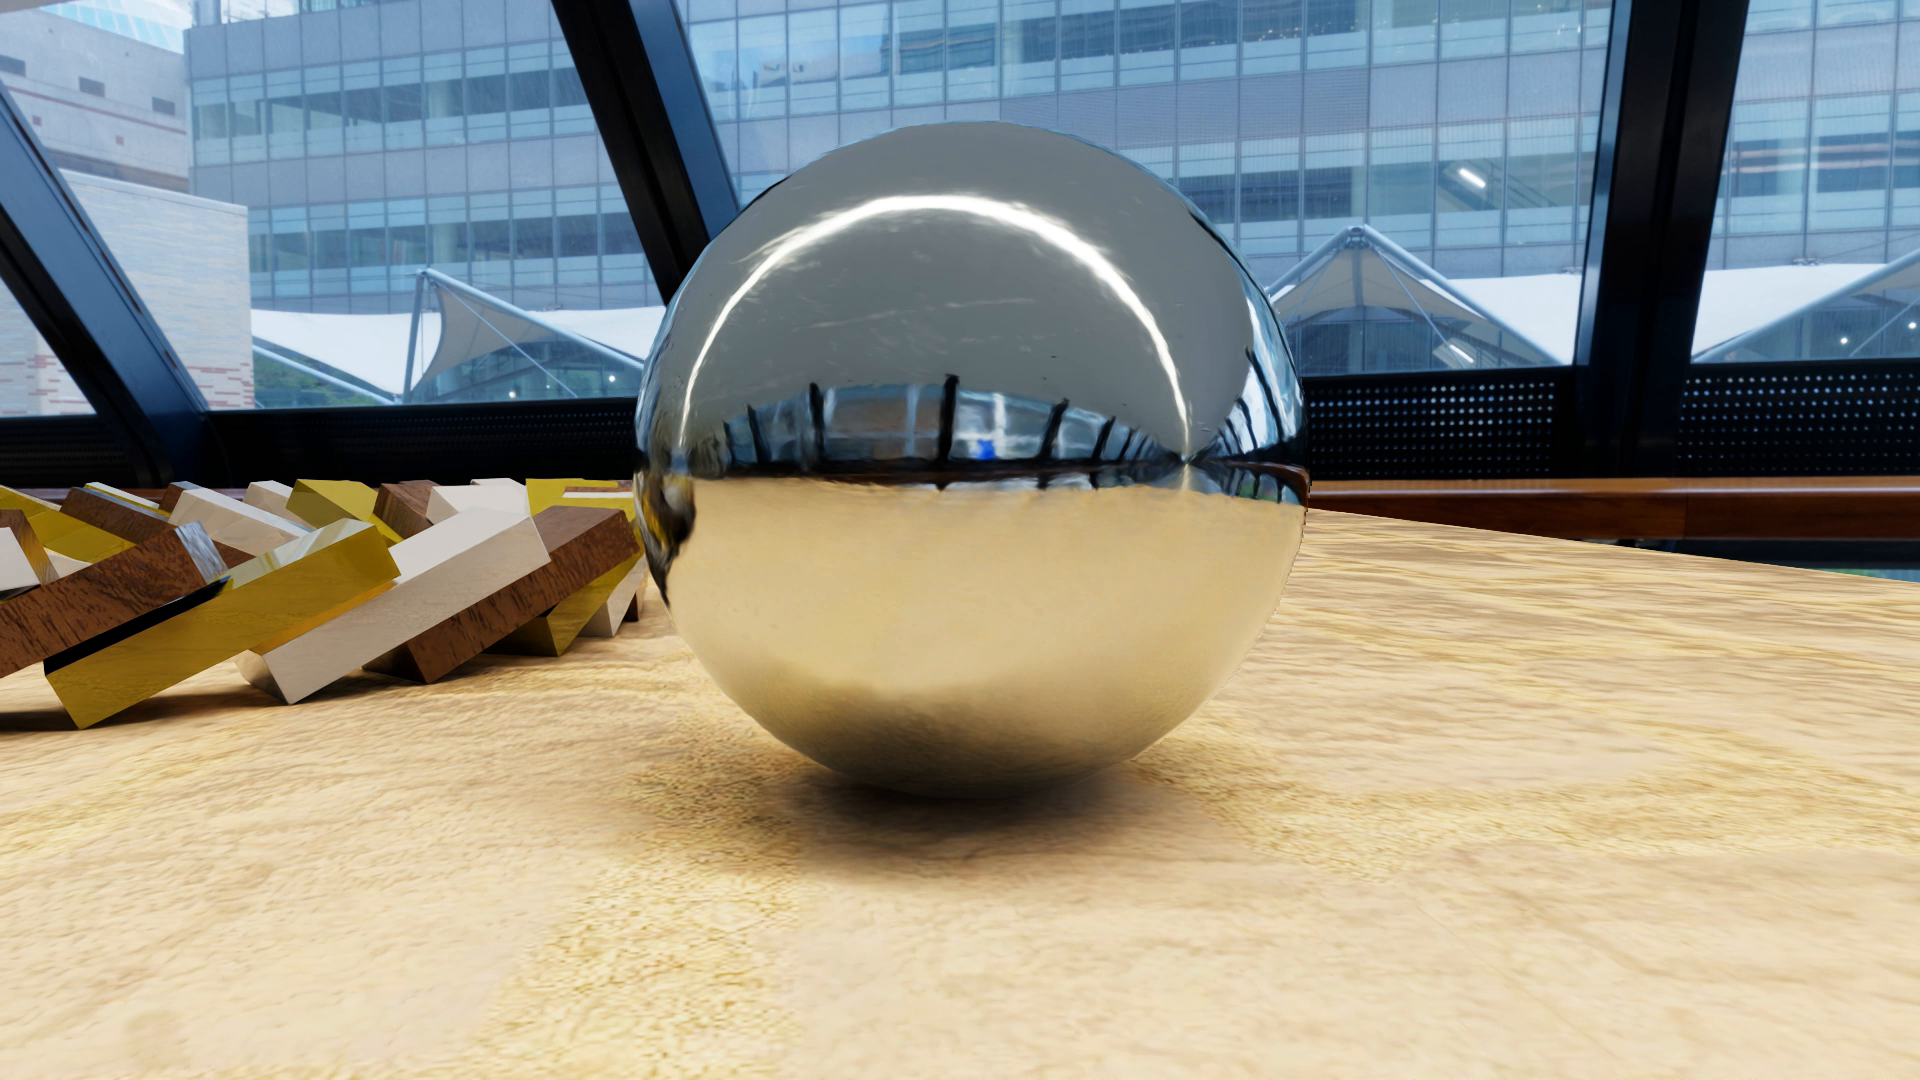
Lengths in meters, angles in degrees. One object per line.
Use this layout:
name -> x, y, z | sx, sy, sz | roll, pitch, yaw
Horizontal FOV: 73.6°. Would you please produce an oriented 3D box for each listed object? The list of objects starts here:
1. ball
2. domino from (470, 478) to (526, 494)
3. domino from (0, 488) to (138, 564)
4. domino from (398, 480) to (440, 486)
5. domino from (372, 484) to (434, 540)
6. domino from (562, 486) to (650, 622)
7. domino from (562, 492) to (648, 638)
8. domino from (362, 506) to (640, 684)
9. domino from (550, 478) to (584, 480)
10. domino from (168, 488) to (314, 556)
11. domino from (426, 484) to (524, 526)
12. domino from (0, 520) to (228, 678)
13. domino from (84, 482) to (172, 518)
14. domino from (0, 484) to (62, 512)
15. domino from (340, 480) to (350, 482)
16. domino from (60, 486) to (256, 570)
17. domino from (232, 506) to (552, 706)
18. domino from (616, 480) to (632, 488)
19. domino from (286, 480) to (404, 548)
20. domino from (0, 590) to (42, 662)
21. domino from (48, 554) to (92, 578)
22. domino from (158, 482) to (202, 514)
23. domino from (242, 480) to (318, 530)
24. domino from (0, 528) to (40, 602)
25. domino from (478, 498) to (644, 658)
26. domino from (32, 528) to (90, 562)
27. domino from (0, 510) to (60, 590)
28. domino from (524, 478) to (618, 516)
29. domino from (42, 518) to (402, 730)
ball -> 0.001, -0.009, 0.156 | 0.080, 0.080, 0.080 | 0, 4, 0
domino -> -0.158, -0.008, 0.485 | 0.050, 0.010, 0.025 | 25, 9, 9
domino -> -0.234, 0.001, 0.339 | 0.025, 0.009, 0.050 | 3, -23, 37
domino -> -0.184, -0.008, 0.483 | 0.050, 0.009, 0.025 | 24, 4, -1
domino -> -0.147, -0.001, 0.378 | 0.050, 0.009, 0.025 | 31, 17, 30
domino -> -0.091, 0.003, 0.326 | 0.025, 0.010, 0.050 | 1, 30, -6
domino -> -0.088, 0.005, 0.302 | 0.025, 0.009, 0.050 | 0, 30, 3
domino -> -0.090, 0.009, 0.249 | 0.025, 0.009, 0.050 | 4, 30, 40
domino -> -0.133, -0.008, 0.482 | 0.050, 0.010, 0.025 | 27, 13, 19
domino -> -0.197, 0.000, 0.371 | 0.050, 0.009, 0.025 | 25, -4, -18
domino -> -0.126, 0.000, 0.362 | 0.050, 0.009, 0.025 | 34, 24, 32
domino -> -0.141, 0.013, 0.195 | 0.050, 0.010, 0.025 | -28, 14, -19
domino -> -0.278, -0.006, 0.449 | 0.050, 0.009, 0.025 | 25, -7, -26
domino -> -0.297, -0.005, 0.432 | 0.050, 0.010, 0.025 | 27, -13, -35
domino -> -0.209, -0.008, 0.478 | 0.050, 0.009, 0.025 | 23, 1, -9
domino -> -0.222, 0.000, 0.362 | 0.050, 0.010, 0.025 | 25, -9, -21
domino -> -0.102, 0.010, 0.231 | 0.025, 0.009, 0.050 | 7, 33, 46
domino -> -0.110, -0.008, 0.474 | 0.050, 0.010, 0.025 | 29, 17, 25
domino -> -0.172, -0.002, 0.383 | 0.050, 0.009, 0.025 | 29, 9, 15
domino -> -0.199, 0.018, 0.266 | 0.025, 0.009, 0.050 | -3, 5, -38
domino -> -0.242, 0.006, 0.311 | 0.025, 0.009, 0.050 | -4, -16, 22
domino -> -0.256, -0.007, 0.461 | 0.050, 0.009, 0.025 | 24, -4, -19
domino -> -0.233, -0.007, 0.471 | 0.050, 0.009, 0.025 | 23, -1, -12
domino -> -0.164, 0.014, 0.182 | 0.050, 0.009, 0.025 | -25, 6, -1
domino -> -0.088, 0.007, 0.278 | 0.025, 0.009, 0.050 | 1, 30, 13
domino -> -0.311, -0.003, 0.409 | 0.025, 0.009, 0.050 | 3, -18, 38
domino -> -0.219, 0.007, 0.286 | 0.025, 0.010, 0.050 | -2, -19, -27
domino -> -0.104, 0.000, 0.349 | 0.025, 0.009, 0.050 | 1, 32, -23
domino -> -0.121, 0.012, 0.212 | 0.050, 0.010, 0.025 | -31, 21, -30
